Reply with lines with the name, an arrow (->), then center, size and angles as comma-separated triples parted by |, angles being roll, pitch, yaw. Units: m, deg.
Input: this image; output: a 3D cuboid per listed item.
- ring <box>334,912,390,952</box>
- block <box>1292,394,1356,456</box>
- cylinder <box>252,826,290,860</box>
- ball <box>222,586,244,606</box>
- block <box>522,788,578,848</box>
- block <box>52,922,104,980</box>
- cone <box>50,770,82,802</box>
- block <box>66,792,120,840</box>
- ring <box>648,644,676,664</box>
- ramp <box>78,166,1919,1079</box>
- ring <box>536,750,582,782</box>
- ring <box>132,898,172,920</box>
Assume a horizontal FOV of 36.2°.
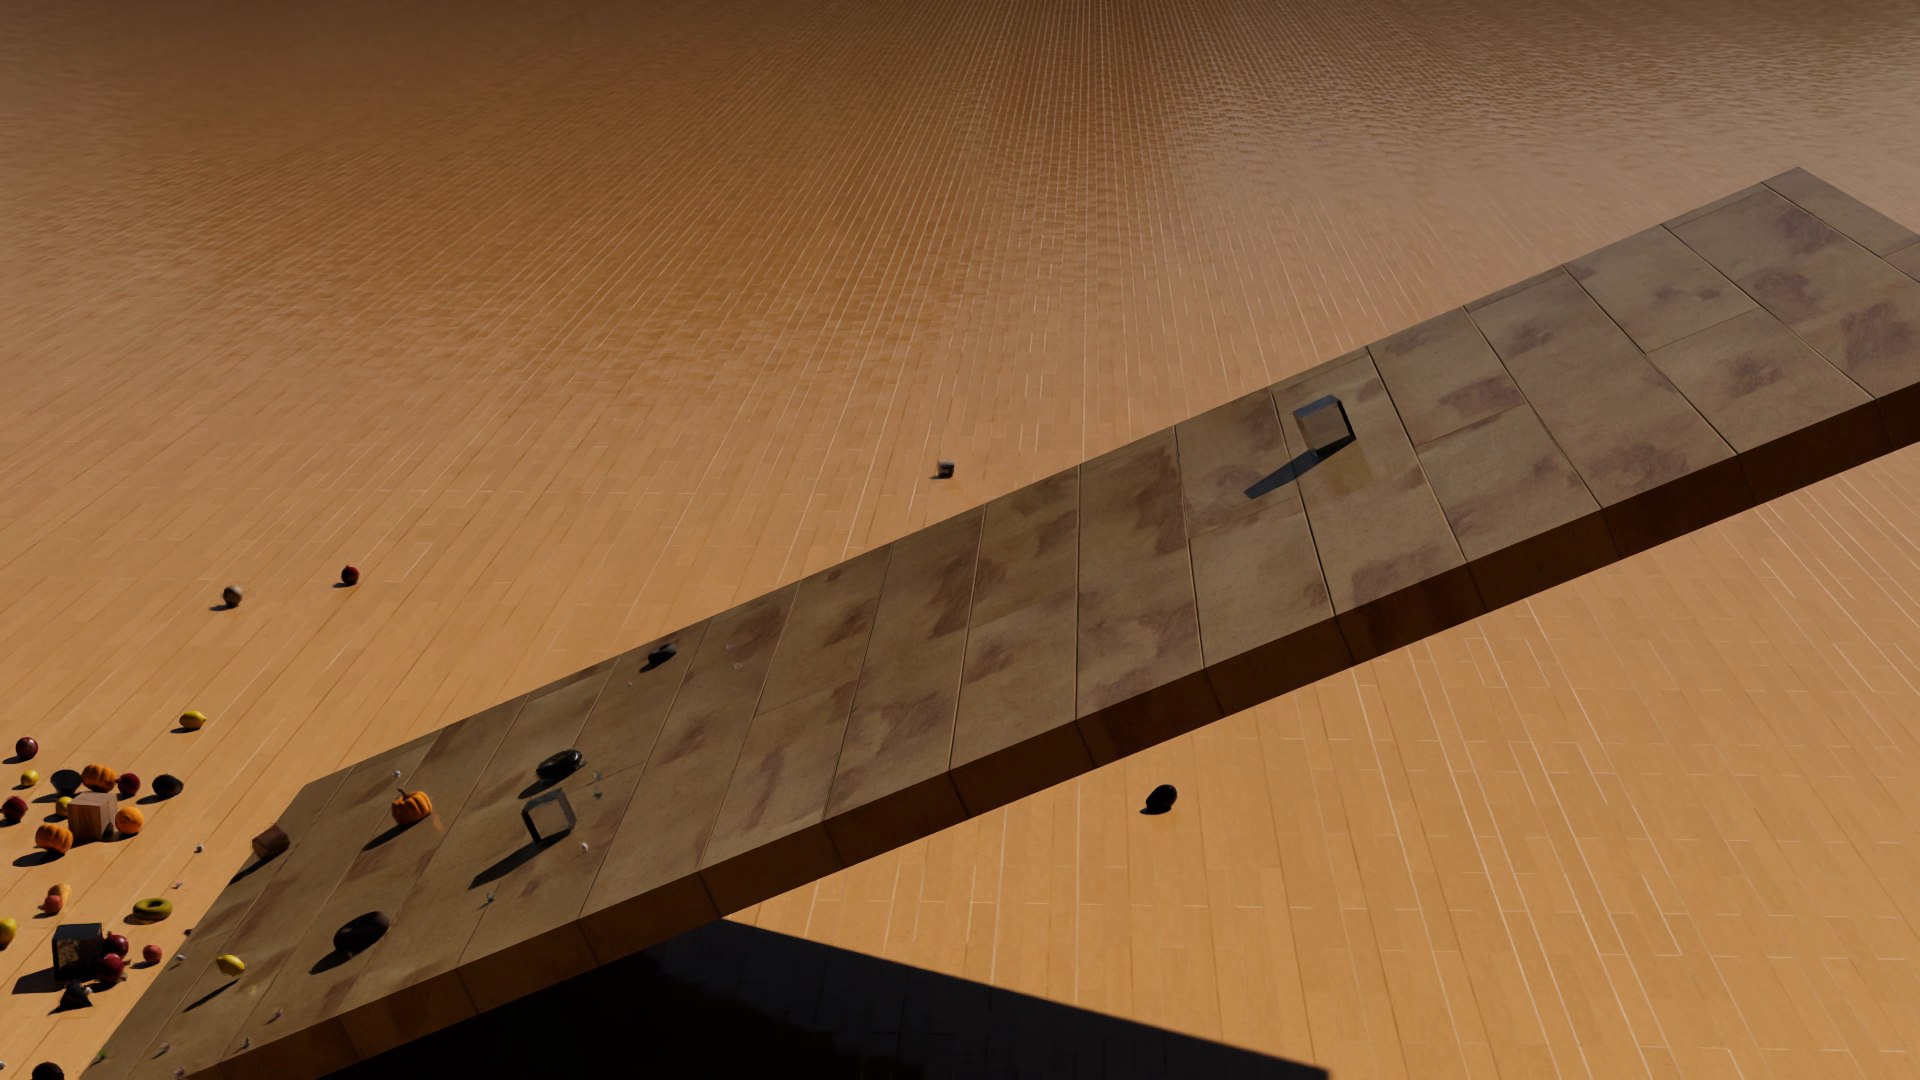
ring -> -1.201, 0.786, 5.900 | 0.120, 0.040, 0.120 | -24, 11, 5
block -> 0.786, -0.247, 6.347 | 0.092, 0.092, 0.092 | -24, 13, -1
cylinder -> -1.623, 0.713, 6.924 | 0.062, 0.062, 0.062 | 13, 35, 39
ball -> -2.336, 0.178, 9.450 | 0.065, 0.065, 0.065 | 0, 15, 0
block -> -0.843, 0.569, 6.037 | 0.078, 0.078, 0.078 | -23, 13, 8
block -> -1.973, 0.921, 6.582 | 0.094, 0.094, 0.094 | -2, 15, -7
cone -> -2.339, 0.657, 7.693 | 0.081, 0.081, 0.081 | -3, 42, -12
block -> -2.192, 0.697, 7.436 | 0.090, 0.090, 0.090 | 3, 15, 11
ring -> -0.722, 0.275, 7.145 | 0.075, 0.025, 0.075 | -24, 11, 5
ramp -> 0.130, 0.171, 6.285 | 4.000, 0.100, 2.000 | -22, 13, 8
ring -> -0.885, 0.499, 6.502 | 0.109, 0.036, 0.109 | -22, 14, 6
ring -> -1.897, 0.867, 6.909 | 0.093, 0.031, 0.093 | 1, 14, 0
